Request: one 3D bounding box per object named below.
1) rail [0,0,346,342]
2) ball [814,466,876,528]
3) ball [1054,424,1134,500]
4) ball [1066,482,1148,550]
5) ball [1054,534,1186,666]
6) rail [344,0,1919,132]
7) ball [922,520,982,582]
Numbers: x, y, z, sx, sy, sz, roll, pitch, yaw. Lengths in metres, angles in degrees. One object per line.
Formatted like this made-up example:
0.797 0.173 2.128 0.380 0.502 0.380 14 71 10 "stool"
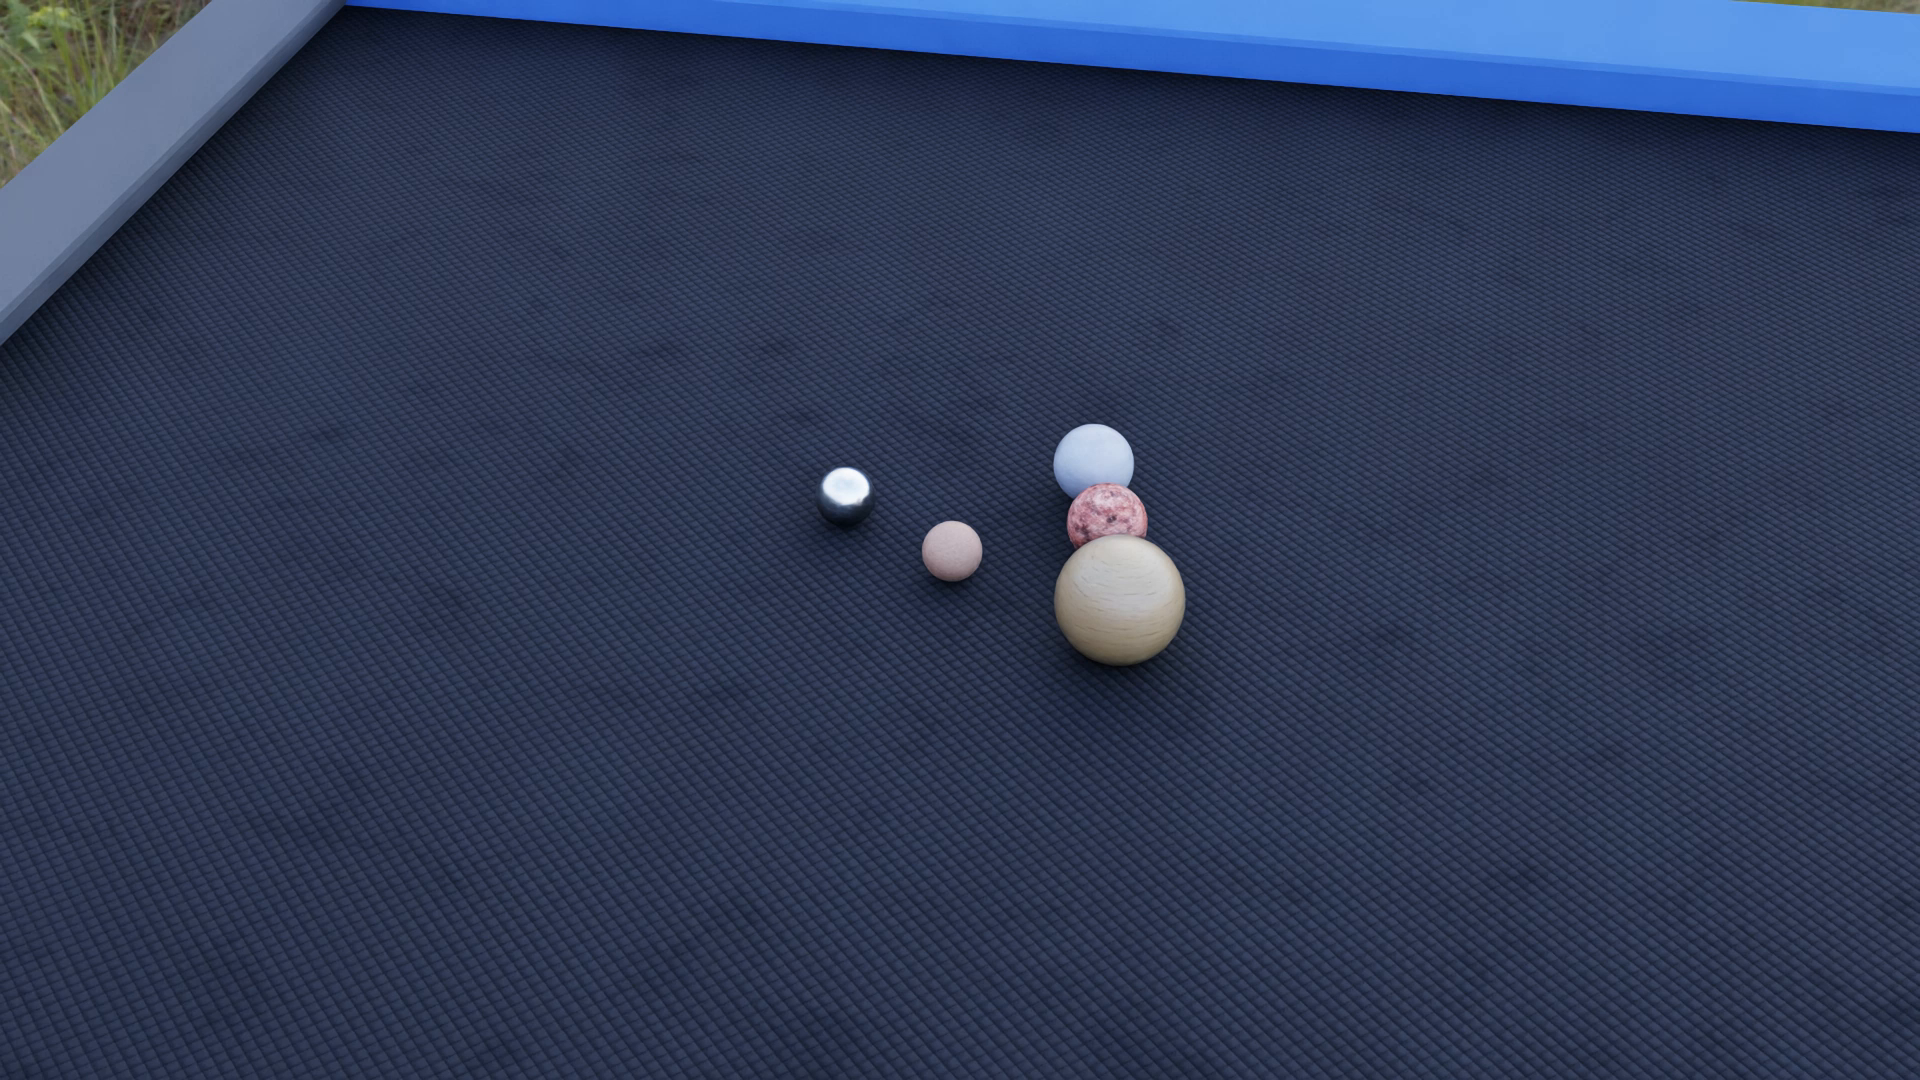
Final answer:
-0.852 -0.122 2.060 0.045 0.124 1.901 6 35 9 "rail"
-0.090 -0.034 2.001 0.048 0.048 0.048 0 34 0 "ball"
0.105 -0.060 2.024 0.064 0.064 0.064 0 34 0 "ball"
0.112 -0.013 1.958 0.062 0.062 0.062 0 34 0 "ball"
0.115 0.043 1.846 0.095 0.095 0.095 0 34 0 "ball"
1.056 -0.441 2.526 3.568 0.124 0.045 6 35 9 "rail"
-0.006 0.008 1.940 0.046 0.046 0.046 0 34 0 "ball"
